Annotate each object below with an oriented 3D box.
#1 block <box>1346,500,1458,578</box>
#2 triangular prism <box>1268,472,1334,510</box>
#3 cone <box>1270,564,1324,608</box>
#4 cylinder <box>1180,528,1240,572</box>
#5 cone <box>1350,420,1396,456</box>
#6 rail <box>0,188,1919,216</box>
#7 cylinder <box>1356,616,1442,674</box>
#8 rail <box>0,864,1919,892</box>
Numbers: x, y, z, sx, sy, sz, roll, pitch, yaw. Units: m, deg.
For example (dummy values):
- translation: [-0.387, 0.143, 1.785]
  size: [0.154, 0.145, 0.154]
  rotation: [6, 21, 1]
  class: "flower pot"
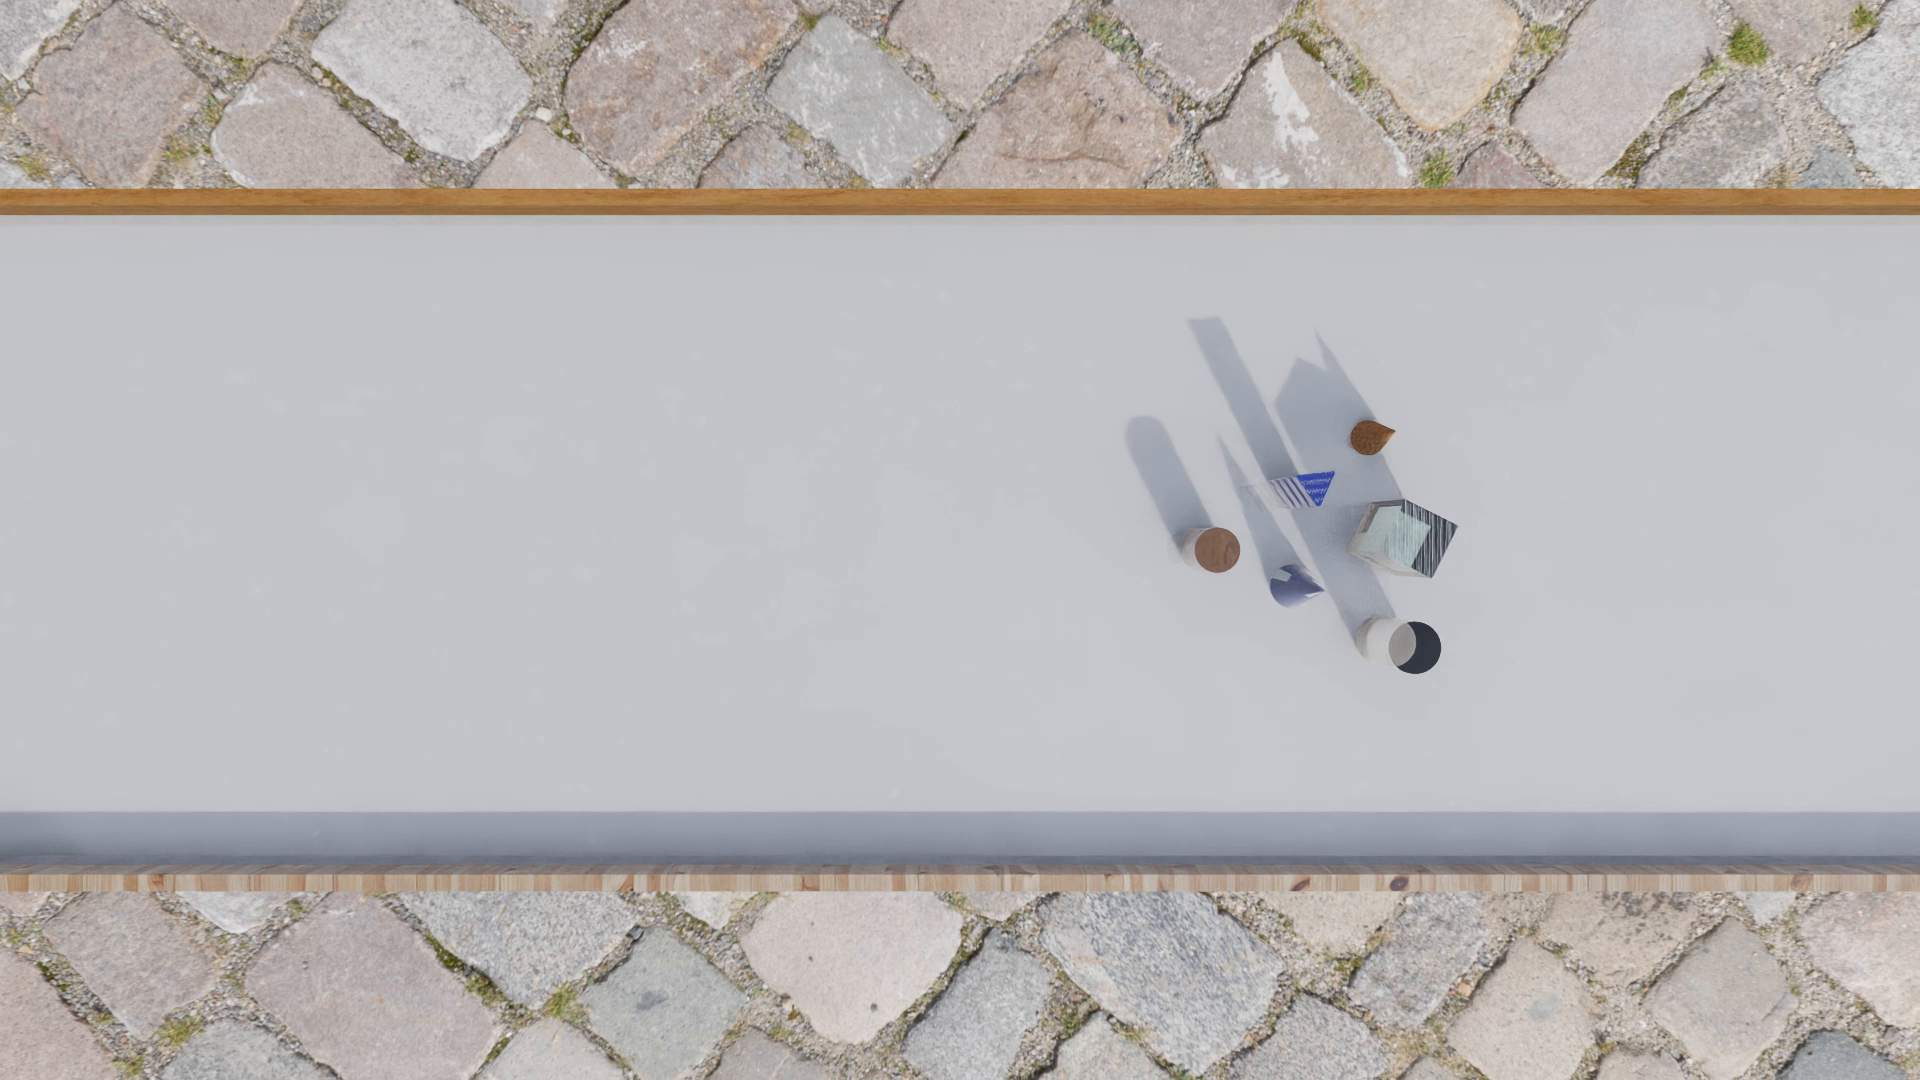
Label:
- translation: [1.300, -0.003, 4.873]
  size: [0.167, 0.408, 0.167]
  rotation: [27, 90, 0]
  class: "block"
- translation: [1.013, -0.164, 4.850]
  size: [0.091, 0.453, 0.106]
  rotation: [-35, 90, 0]
  class: "triangular prism"
- translation: [1.023, 0.142, 4.849]
  size: [0.136, 0.455, 0.136]
  rotation: [0, 90, 0]
  class: "cone"
- translation: [0.743, 0.029, 4.918]
  size: [0.132, 0.317, 0.132]
  rotation: [0, 90, 0]
  class: "cylinder"
- translation: [1.257, -0.315, 4.914]
  size: [0.108, 0.325, 0.108]
  rotation: [0, 90, 0]
  class: "cone"
- translation: [-2.247, -1.025, 5.002]
  size: [12.000, 0.150, 0.050]
  rotation: [0, 90, 0]
  class: "rail"
- translation: [1.294, 0.306, 4.883]
  size: [0.150, 0.387, 0.150]
  rotation: [0, 90, 0]
  class: "cylinder"
- translation: [-2.247, 1.025, 5.001]
  size: [12.000, 0.150, 0.050]
  rotation: [0, 90, 0]
  class: "rail"
